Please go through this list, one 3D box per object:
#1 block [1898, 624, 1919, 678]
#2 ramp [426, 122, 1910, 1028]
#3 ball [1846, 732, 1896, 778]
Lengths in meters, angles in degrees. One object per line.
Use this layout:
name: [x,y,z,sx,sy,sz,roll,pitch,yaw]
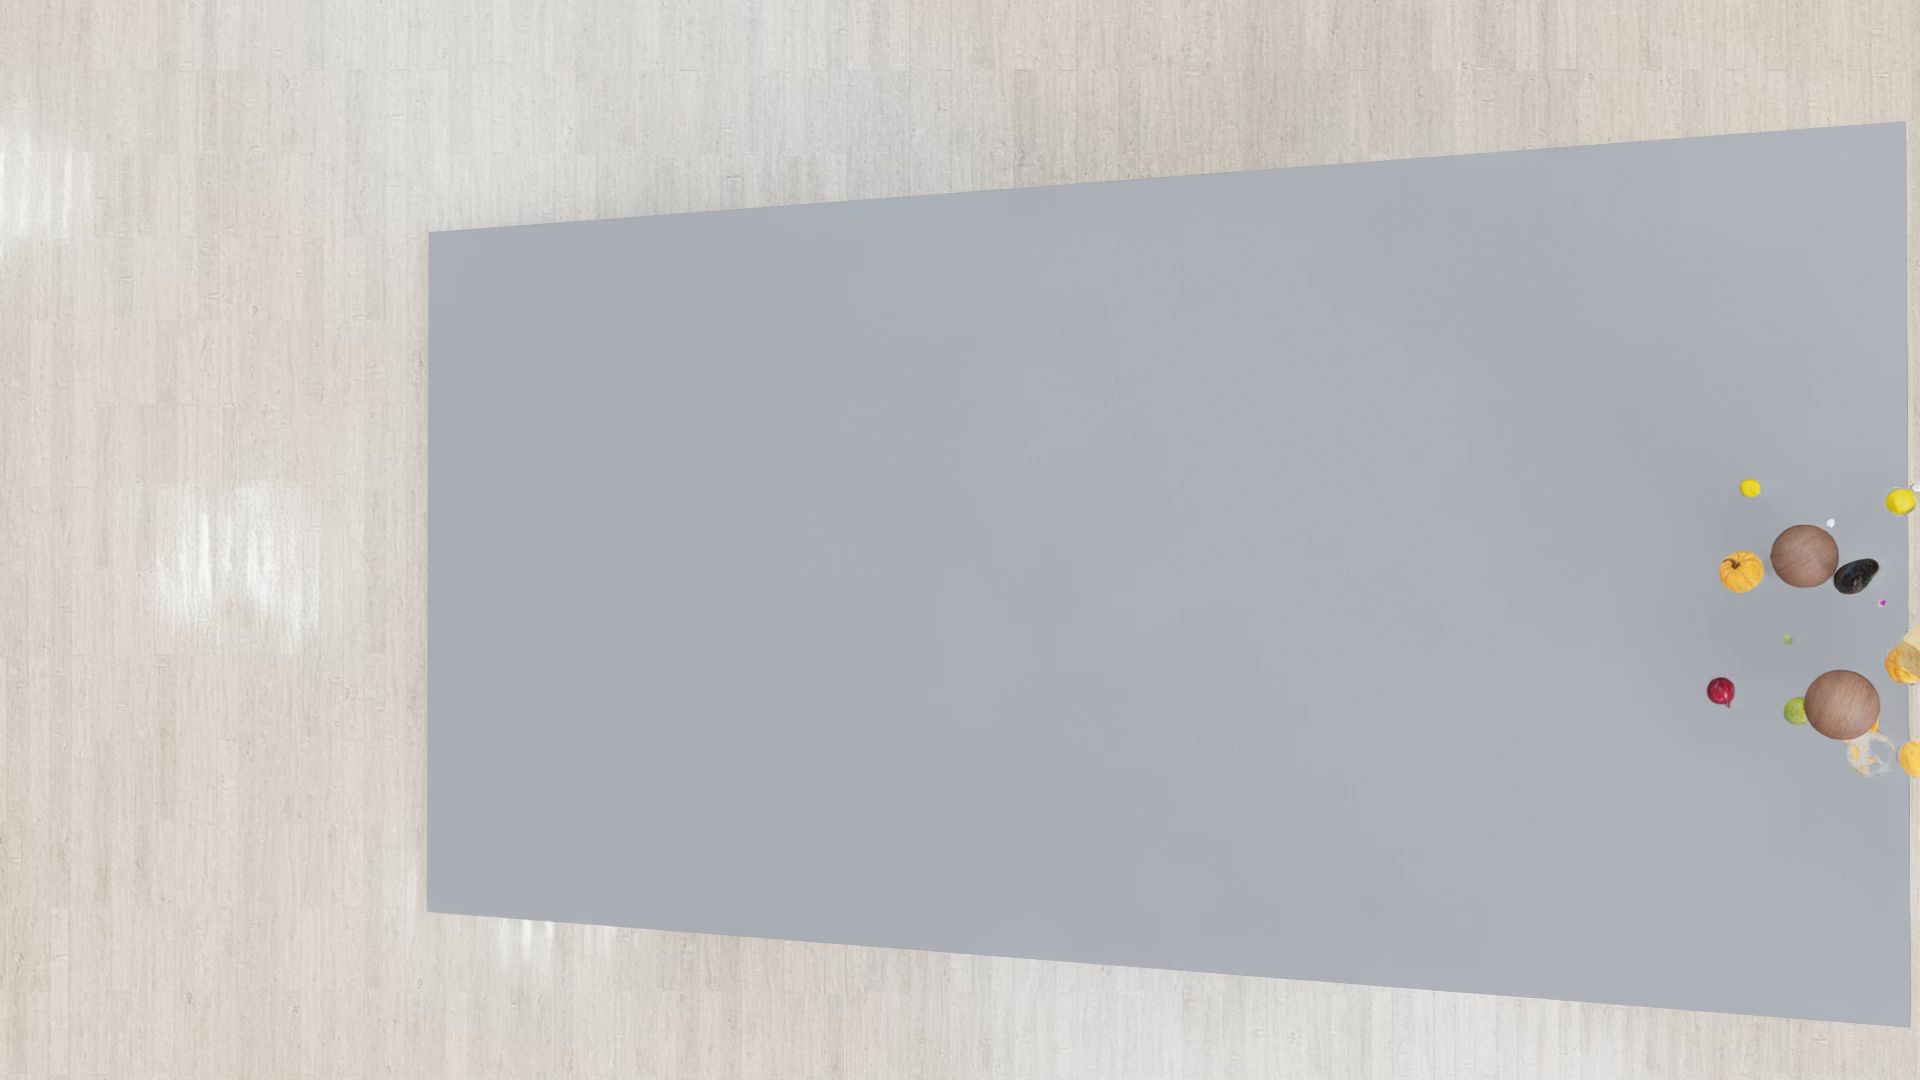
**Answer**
block: [1.939,0.222,4.382,0.087,0.087,0.087,-36,50,-13]
ramp: [0.283,0.084,5.706,4.000,0.100,2.000,0,89,24]
ball: [1.679,0.396,4.051,0.085,0.085,0.085,0,89,0]
